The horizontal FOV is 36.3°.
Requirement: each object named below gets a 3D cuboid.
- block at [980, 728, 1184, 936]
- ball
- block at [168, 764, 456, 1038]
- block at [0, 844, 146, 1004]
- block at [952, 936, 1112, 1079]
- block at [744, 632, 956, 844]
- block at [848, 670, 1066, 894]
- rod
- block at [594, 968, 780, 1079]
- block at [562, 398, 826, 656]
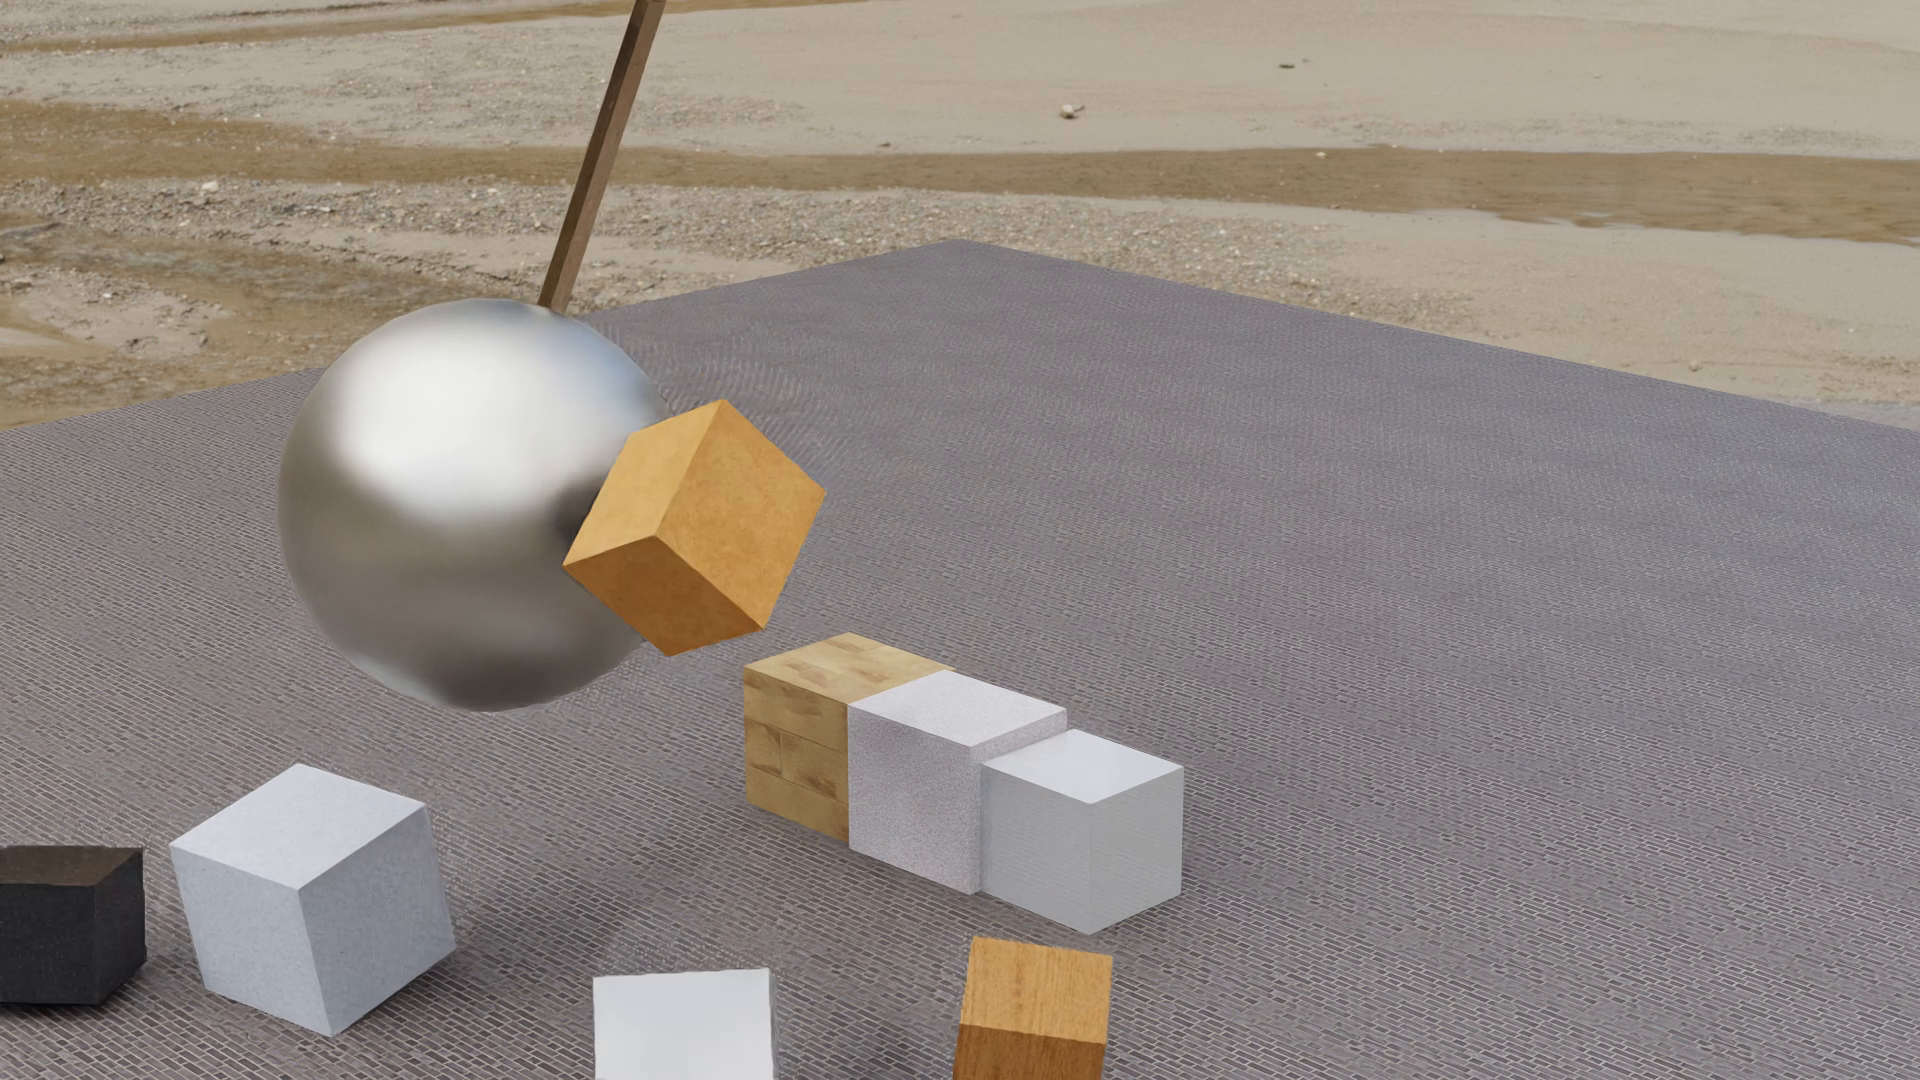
[{"bbox_3d":[0.546,1.300,13.177,0.666,0.619,0.615,17,24,42],"label":"block"},{"bbox_3d":[-1.834,-0.134,11.377,1.600,1.600,1.600,0,17,0],"label":"ball"},{"bbox_3d":[-2.689,1.489,12.221,0.770,0.715,0.725,12,31,34],"label":"block"},{"bbox_3d":[-3.795,1.601,12.271,0.575,0.501,0.605,1,9,3],"label":"block"},{"bbox_3d":[0.256,1.919,10.985,0.535,0.598,0.534,8,29,2],"label":"block"},{"bbox_3d":[-0.530,0.945,14.166,0.751,0.703,0.696,17,24,42],"label":"block"},{"bbox_3d":[-0.014,1.111,13.612,0.774,0.719,0.653,16,23,41],"label":"block"},{"bbox_3d":[-0.795,-3.371,11.449,0.080,5.200,0.080,17,-2,42],"label":"rod"},{"bbox_3d":[-0.982,1.925,10.688,0.622,0.656,0.667,-3,-11,-2],"label":"block"},{"bbox_3d":[-0.934,-0.038,10.336,0.535,0.536,0.619,-17,40,44],"label":"block"}]
